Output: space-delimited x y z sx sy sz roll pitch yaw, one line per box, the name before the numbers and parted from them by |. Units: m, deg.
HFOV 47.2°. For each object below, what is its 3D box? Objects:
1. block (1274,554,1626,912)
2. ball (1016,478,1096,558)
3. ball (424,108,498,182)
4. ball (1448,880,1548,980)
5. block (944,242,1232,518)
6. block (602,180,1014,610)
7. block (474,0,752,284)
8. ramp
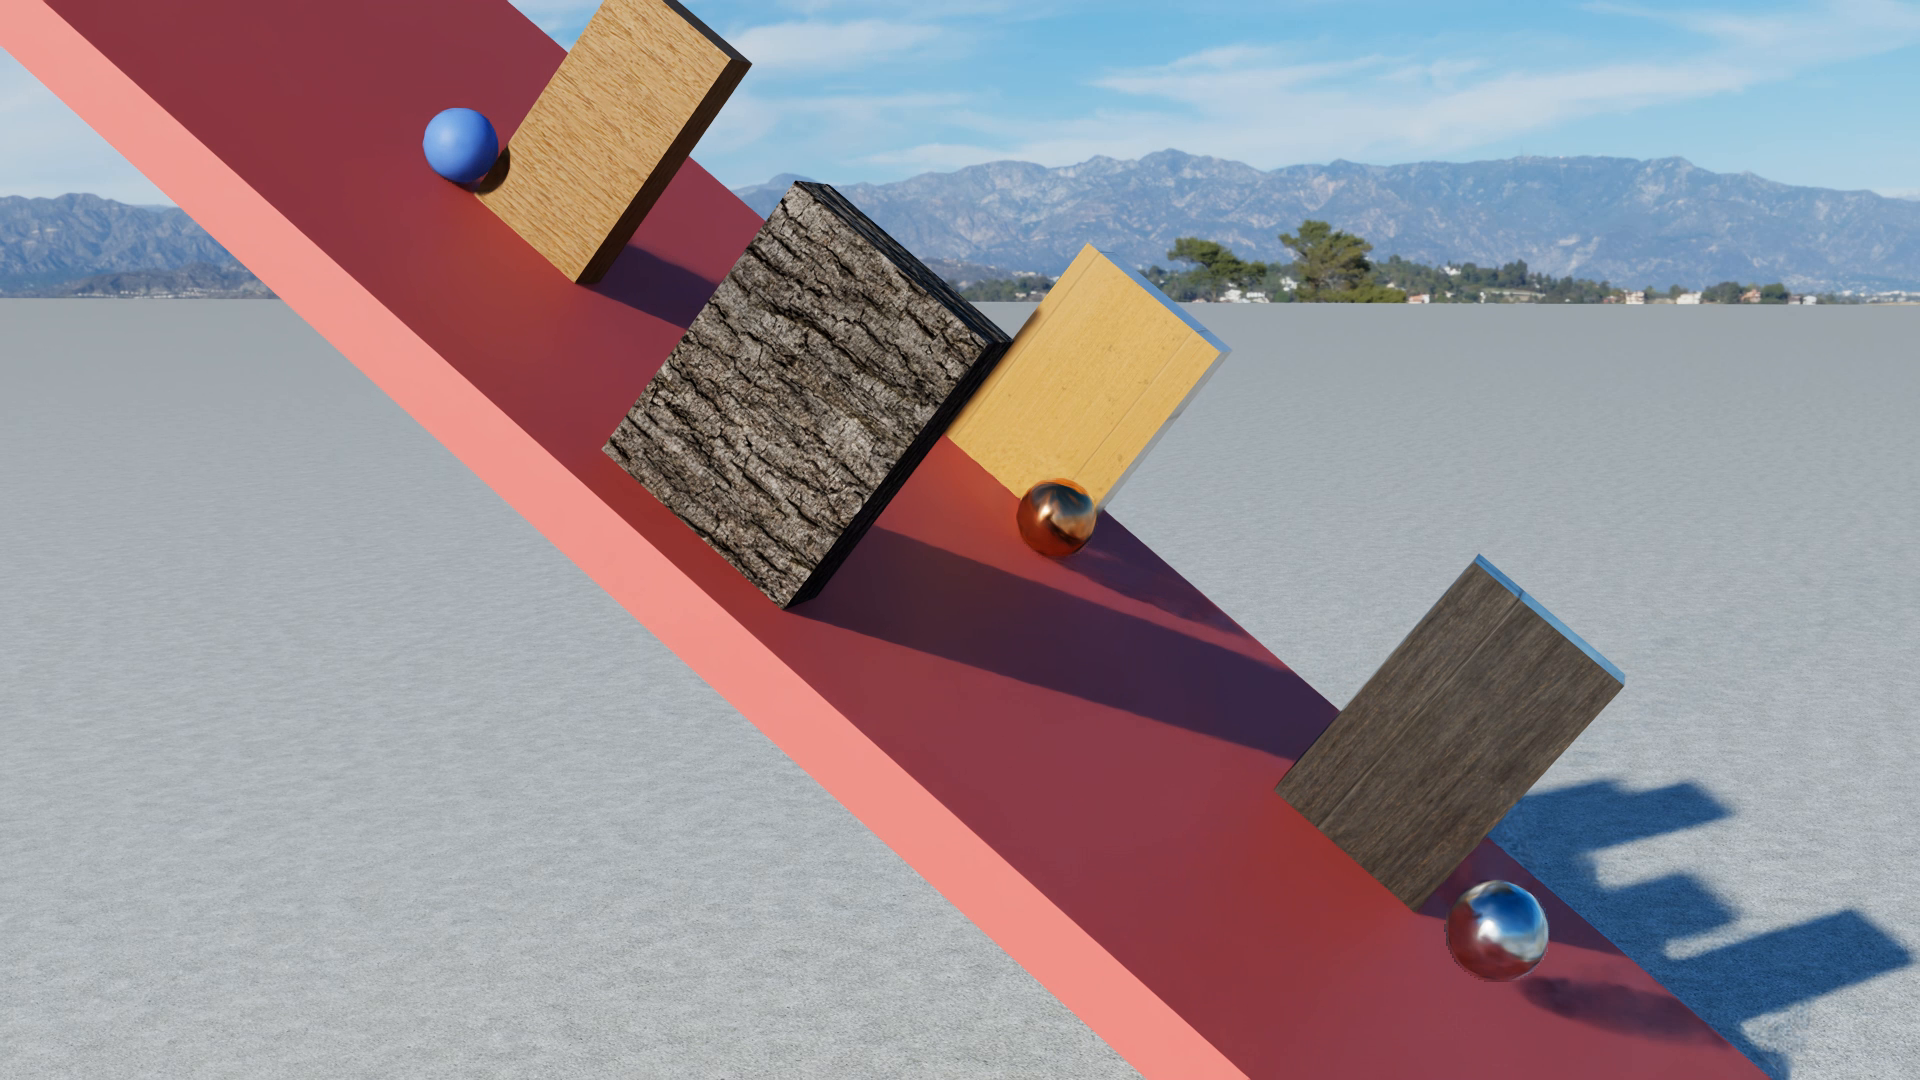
block | 0.892 0.353 4.027 0.338 0.564 0.122 41 16 9
ball | 0.190 -0.045 4.335 0.156 0.156 0.156 0 7 0
ball | -0.873 -0.692 3.849 0.129 0.129 0.129 0 7 0
ball | 0.926 0.672 3.786 0.170 0.170 0.170 0 7 0
block | 0.263 -0.311 4.591 0.354 0.503 0.141 41 16 9
block | -0.228 -0.214 3.258 0.370 0.504 0.138 41 16 9
block | -0.610 -0.718 3.849 0.248 0.483 0.097 41 16 9
ramp | -0.016 0.067 4.047 4.000 0.100 2.000 41 16 9
